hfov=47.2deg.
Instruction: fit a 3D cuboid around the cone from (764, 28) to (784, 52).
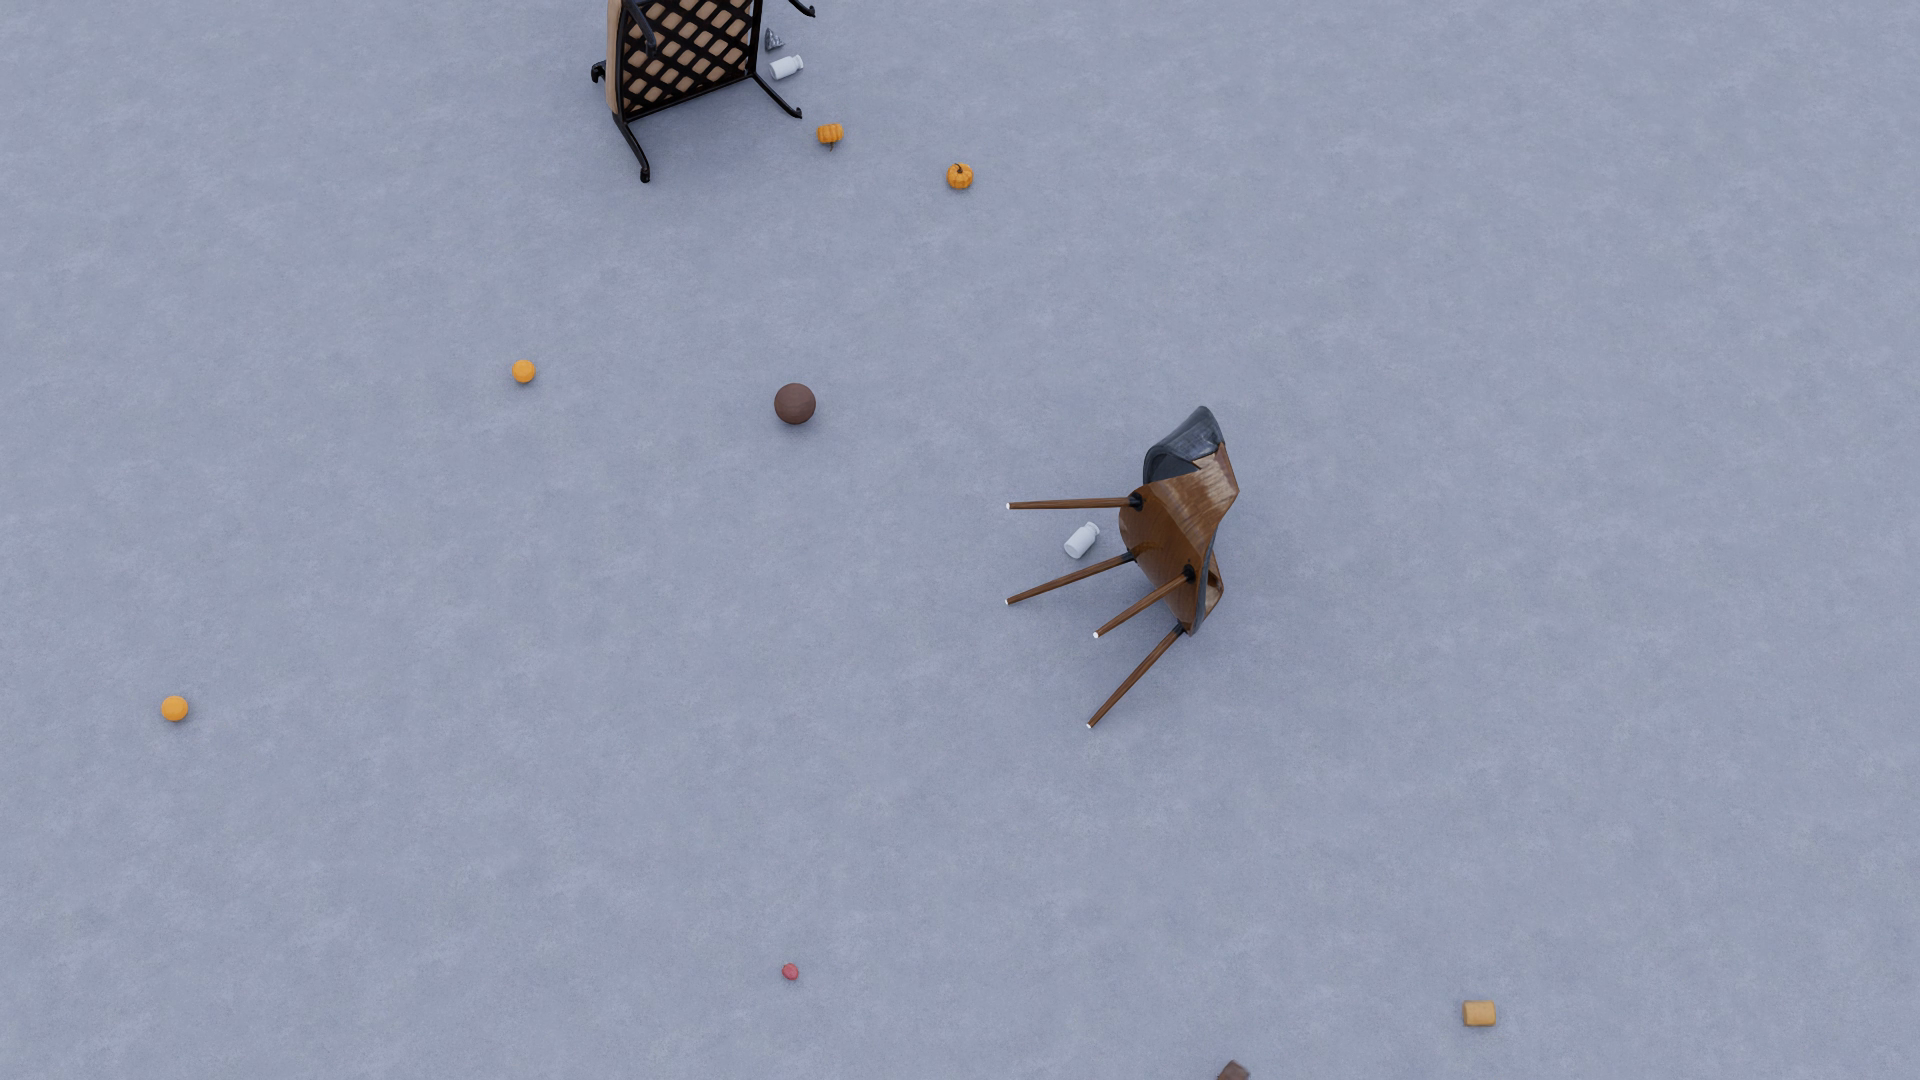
[{"bbox_3d":[-0.645,-1.752,7.733,0.069,0.059,0.108,10,52,-22],"label":"cone"}]
